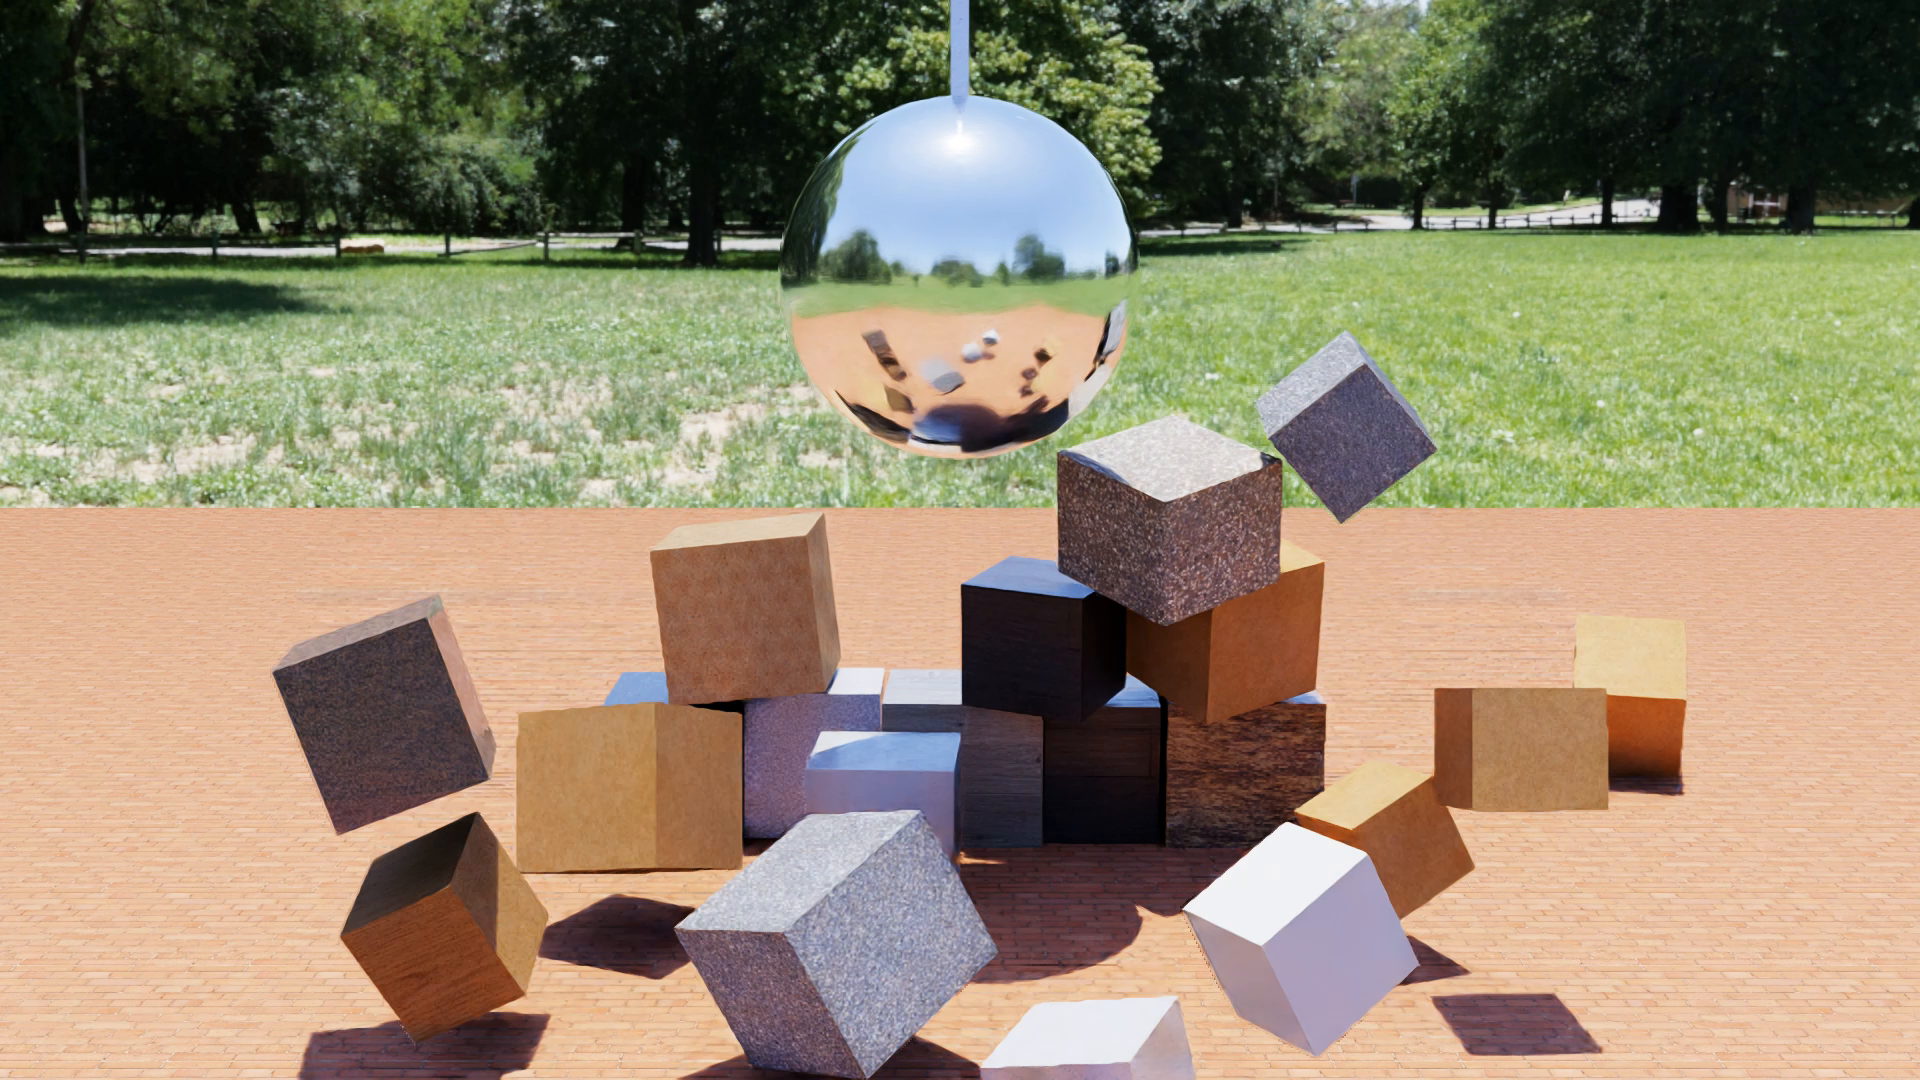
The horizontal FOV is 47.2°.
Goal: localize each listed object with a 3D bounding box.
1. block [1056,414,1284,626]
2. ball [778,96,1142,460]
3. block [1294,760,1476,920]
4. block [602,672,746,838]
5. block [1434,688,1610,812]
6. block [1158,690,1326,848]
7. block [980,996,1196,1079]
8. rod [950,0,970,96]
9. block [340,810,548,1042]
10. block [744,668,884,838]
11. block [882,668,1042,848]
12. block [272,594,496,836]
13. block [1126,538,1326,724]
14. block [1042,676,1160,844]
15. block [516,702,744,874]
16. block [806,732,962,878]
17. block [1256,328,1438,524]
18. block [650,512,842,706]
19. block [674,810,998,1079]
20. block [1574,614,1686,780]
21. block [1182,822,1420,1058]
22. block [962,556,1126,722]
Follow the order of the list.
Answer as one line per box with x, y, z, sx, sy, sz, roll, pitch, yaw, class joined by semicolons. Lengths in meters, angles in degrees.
0.993;-0.109;10.476;0.735;0.628;0.770;-19;30;-32;block
0.000;-1.157;9.750;1.600;1.600;1.600;0;10;0;ball
1.820;1.287;9.457;0.438;0.462;0.494;-30;12;-17;block
-1.449;1.127;11.400;0.703;0.704;0.806;0;10;0;block
2.219;0.825;8.739;0.529;0.473;0.548;0;-4;-3;block
1.418;1.108;11.389;0.789;0.744;0.826;0;10;-1;block
0.449;1.851;7.111;0.516;0.564;0.482;-9;10;26;block
0.000;-4.556;9.823;0.080;5.200;0.080;0;-1;0;rod
-1.999;1.505;8.588;0.485;0.545;0.559;-25;21;10;block
-0.743;1.096;11.396;0.687;0.747;0.634;0;8;0;block
0.025;1.116;11.354;0.800;0.741;0.733;0;10;2;block
-2.178;0.652;8.400;0.587;0.654;0.617;-20;9;-7;block
1.311;0.383;11.014;0.692;0.711;0.694;-14;28;-29;block
0.721;1.126;11.382;0.579;0.713;0.662;0;10;1;block
-1.462;1.120;9.785;0.733;0.699;0.683;-6;-11;26;block
-0.352;1.320;10.455;0.684;0.661;0.664;1;10;3;block
1.792;-0.537;10.261;0.551;0.545;0.562;-39;15;15;block
-1.077;0.340;11.239;0.779;0.788;0.827;-6;8;3;block
-0.466;1.510;8.295;0.729;0.643;0.758;-11;21;50;block
3.752;0.878;12.367;0.584;0.608;0.652;3;40;15;block
1.084;1.261;6.992;0.467;0.458;0.411;-36;23;-21;block
0.424;0.483;10.971;0.640;0.623;0.596;6;16;24;block
